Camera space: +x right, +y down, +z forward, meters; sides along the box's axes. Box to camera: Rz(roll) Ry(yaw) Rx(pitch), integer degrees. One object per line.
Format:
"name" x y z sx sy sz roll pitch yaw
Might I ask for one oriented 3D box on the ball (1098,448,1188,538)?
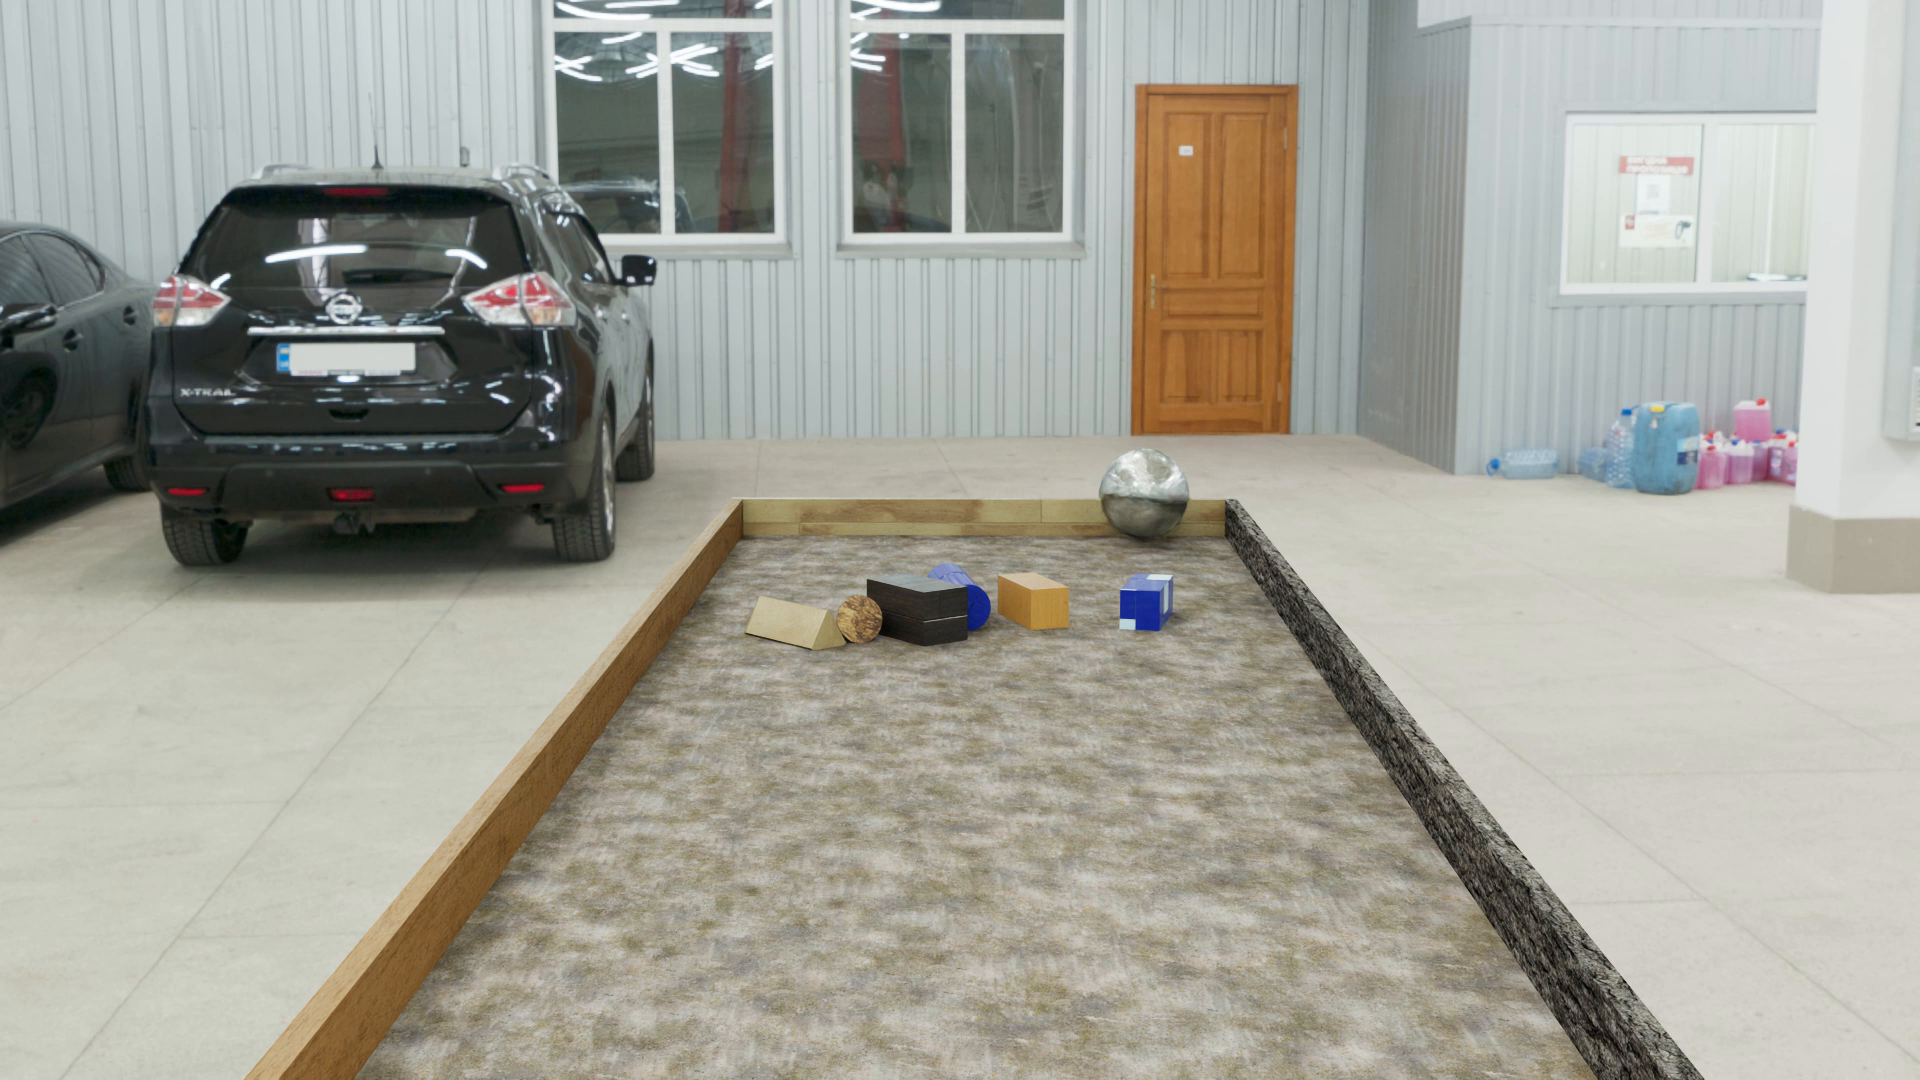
"ball" 0.746 -0.190 8.922 0.364 0.364 0.364 0 9 0

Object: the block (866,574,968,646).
"block" -0.139 0.222 7.058 0.173 0.173 0.312 -7 11 -37

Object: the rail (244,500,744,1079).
"rail" -1.004 0.839 3.234 0.050 0.150 12.000 0 9 1

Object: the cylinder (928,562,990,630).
"cylinder" -0.009 0.186 7.347 0.151 0.151 0.438 -1 9 -9

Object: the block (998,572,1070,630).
"block" 0.242 0.201 7.314 0.133 0.133 0.304 -3 10 -20

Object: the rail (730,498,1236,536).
"rail" 0.099 -0.098 9.147 2.100 0.150 0.050 0 9 1

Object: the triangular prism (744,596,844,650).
"triangular prism" -0.529 0.256 7.001 0.134 0.116 0.348 -9 12 -42

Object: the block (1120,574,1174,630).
"block" 0.622 0.204 7.306 0.130 0.130 0.318 2 9 13

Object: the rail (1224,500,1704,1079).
"rail" 1.046 0.843 3.208 0.050 0.150 12.000 0 9 1

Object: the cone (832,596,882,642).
"cone" -0.382 0.261 7.126 0.150 0.150 0.360 -4 -2 -21
